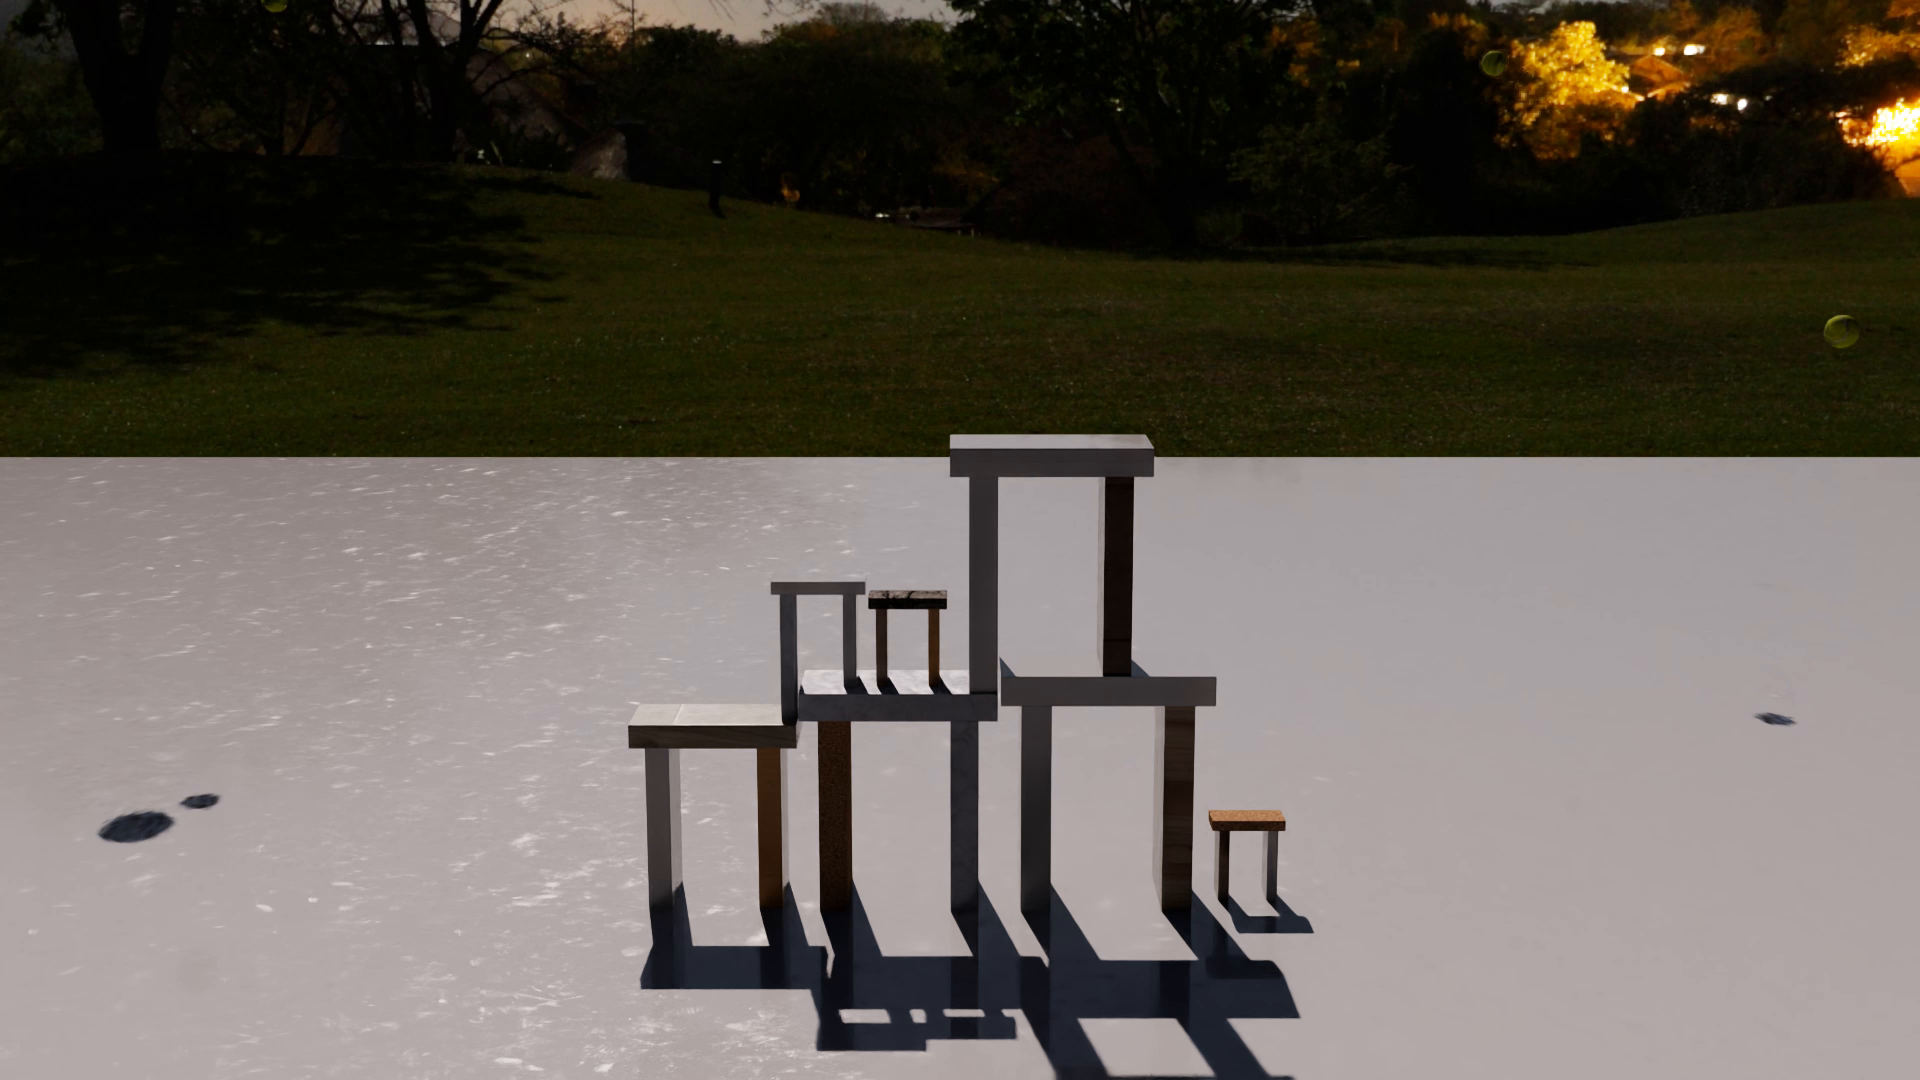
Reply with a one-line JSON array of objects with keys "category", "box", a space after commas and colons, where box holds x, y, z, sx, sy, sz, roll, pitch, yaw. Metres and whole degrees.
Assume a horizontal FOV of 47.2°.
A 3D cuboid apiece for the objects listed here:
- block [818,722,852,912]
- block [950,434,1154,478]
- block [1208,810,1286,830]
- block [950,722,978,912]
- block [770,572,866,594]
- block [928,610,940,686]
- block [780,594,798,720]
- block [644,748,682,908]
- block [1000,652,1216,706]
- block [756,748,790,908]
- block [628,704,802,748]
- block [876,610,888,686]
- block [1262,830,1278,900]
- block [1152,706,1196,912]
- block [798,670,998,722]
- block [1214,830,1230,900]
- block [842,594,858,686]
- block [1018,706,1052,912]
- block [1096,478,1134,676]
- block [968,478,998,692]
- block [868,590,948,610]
[{"category": "block", "box": [-0.206, 0.434, 3.636, 0.045, 0.320, 0.160, 0, 11, 0]}, {"category": "block", "box": [0.145, -0.136, 3.540, 0.321, 0.046, 0.161, 0, 11, 0]}, {"category": "block", "box": [0.475, 0.465, 3.643, 0.120, 0.017, 0.060, 0, 11, 0]}, {"category": "block", "box": [0.007, 0.434, 3.636, 0.045, 0.319, 0.160, 0, 11, 0]}, {"category": "block", "box": [-0.229, 0.071, 3.575, 0.152, 0.022, 0.076, 0, 11, 0]}, {"category": "block", "box": [-0.042, 0.168, 3.594, 0.018, 0.127, 0.063, 0, 11, 0]}, {"category": "block", "box": [-0.280, 0.183, 3.596, 0.022, 0.208, 0.076, 0, 11, 0]}, {"category": "block", "box": [-0.490, 0.457, 3.642, 0.038, 0.271, 0.135, 0, 11, 0]}, {"category": "block", "box": [0.238, 0.227, 3.603, 0.345, 0.049, 0.172, 0, 11, 0]}, {"category": "block", "box": [-0.309, 0.457, 3.642, 0.038, 0.271, 0.135, 0, 11, 0]}, {"category": "block", "box": [-0.399, 0.305, 3.613, 0.271, 0.038, 0.135, 0, 11, 0]}, {"category": "block", "box": [-0.127, 0.168, 3.594, 0.018, 0.127, 0.063, 0, 11, 0]}, {"category": "block", "box": [0.515, 0.532, 3.655, 0.017, 0.120, 0.060, 0, 11, 0]}, {"category": "block", "box": [0.353, 0.420, 3.639, 0.049, 0.345, 0.172, 0, 11, 0]}, {"category": "block", "box": [-0.099, 0.254, 3.603, 0.320, 0.045, 0.160, 0, 11, 0]}, {"category": "block", "box": [0.435, 0.532, 3.655, 0.017, 0.120, 0.060, 0, 11, 0]}, {"category": "block", "box": [-0.178, 0.156, 3.591, 0.022, 0.152, 0.076, 0, 11, 0]}, {"category": "block", "box": [0.123, 0.420, 3.639, 0.049, 0.345, 0.172, 0, 11, 0]}, {"category": "block", "box": [0.252, 0.044, 3.573, 0.046, 0.321, 0.161, 0, 11, 0]}, {"category": "block", "box": [0.037, 0.058, 3.575, 0.046, 0.350, 0.161, 0, 11, 0]}, {"category": "block", "box": [-0.085, 0.097, 3.581, 0.127, 0.018, 0.063, 0, 11, 0]}]
